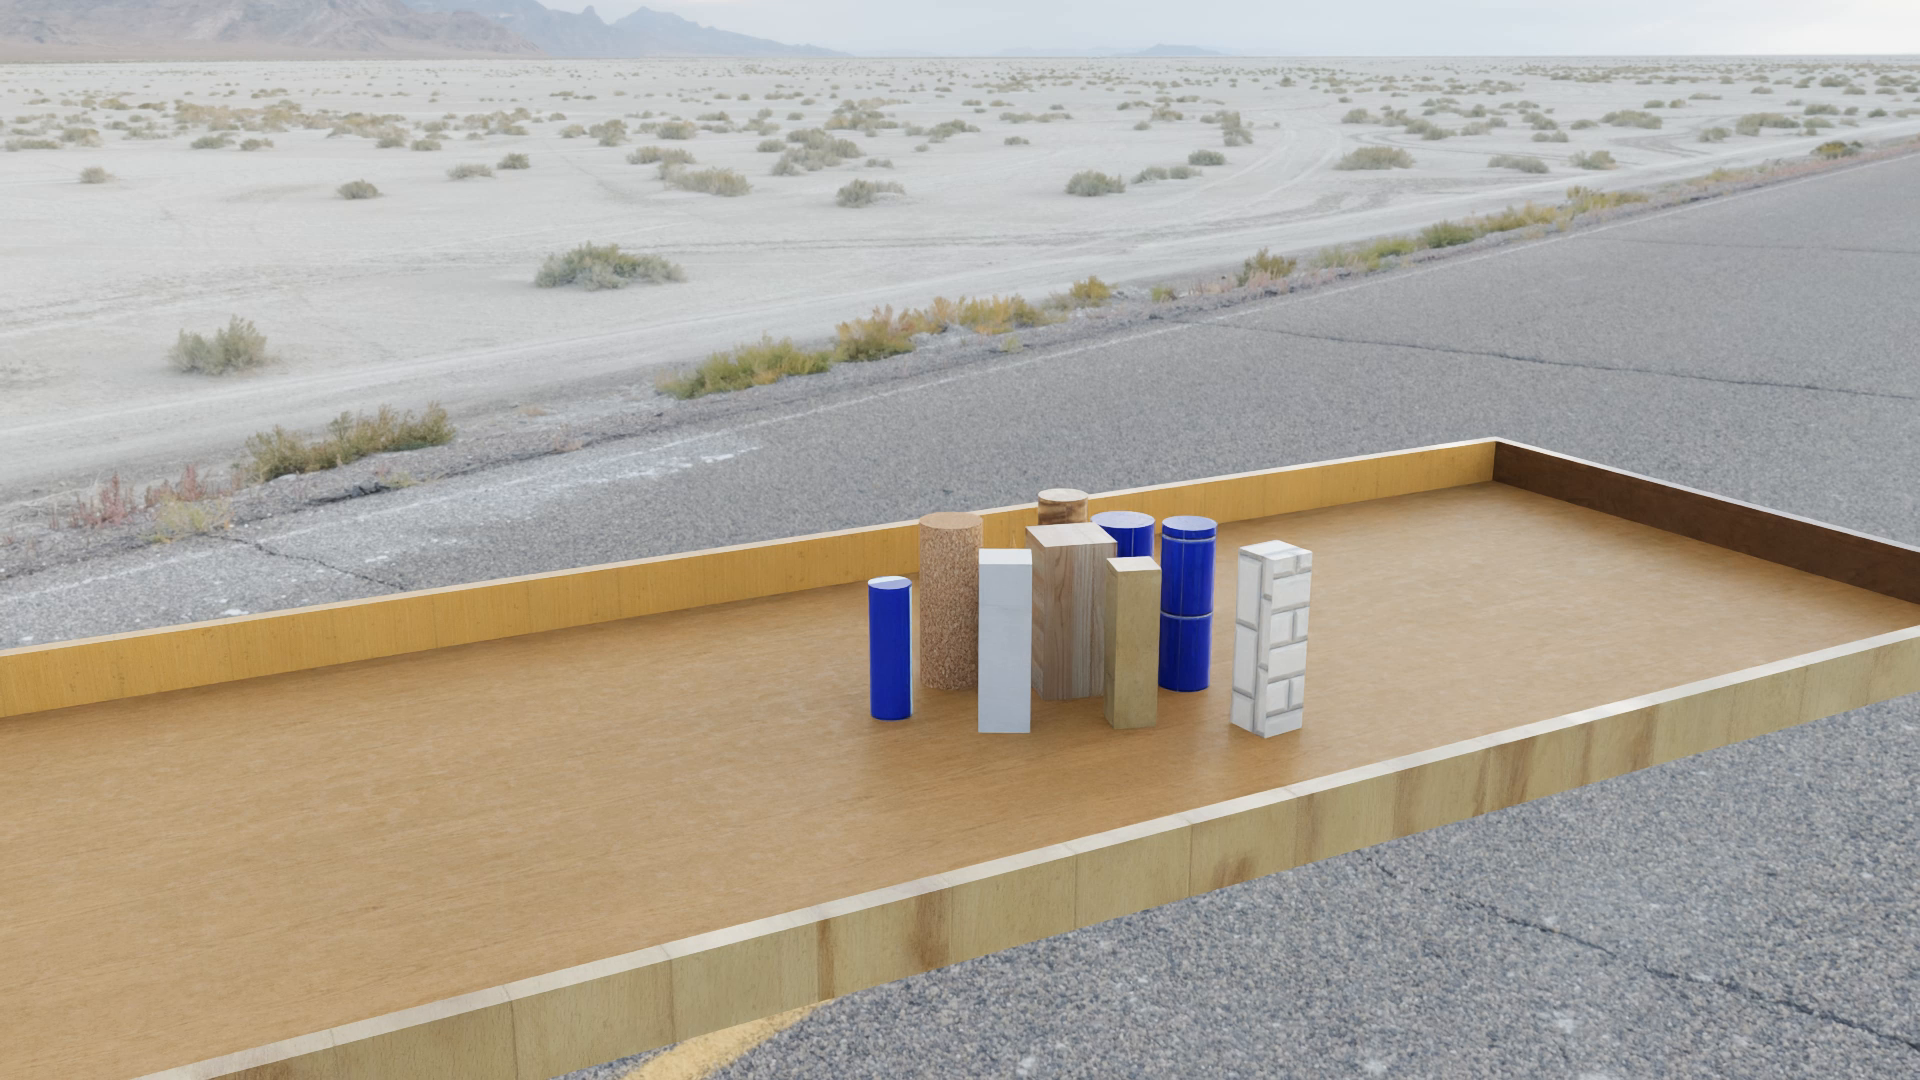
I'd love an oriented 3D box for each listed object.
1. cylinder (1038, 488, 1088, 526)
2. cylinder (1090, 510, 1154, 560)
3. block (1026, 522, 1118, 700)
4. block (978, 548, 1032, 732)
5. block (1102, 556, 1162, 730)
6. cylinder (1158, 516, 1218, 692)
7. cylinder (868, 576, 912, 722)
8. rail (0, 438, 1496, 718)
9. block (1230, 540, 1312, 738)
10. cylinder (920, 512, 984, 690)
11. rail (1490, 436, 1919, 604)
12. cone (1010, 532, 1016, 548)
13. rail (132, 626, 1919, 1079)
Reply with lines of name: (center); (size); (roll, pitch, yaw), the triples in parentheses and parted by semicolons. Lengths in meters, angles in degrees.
cylinder: (0.286, 0.038, 4.619); (0.139, 0.341, 0.139); (0, 16, 0)
cylinder: (0.422, 0.118, 4.318); (0.166, 0.357, 0.166); (0, 16, 0)
block: (0.269, 0.174, 4.068); (0.180, 0.392, 0.180); (-4, 17, -12)
block: (0.104, 0.234, 3.832); (0.120, 0.410, 0.120); (0, 16, 1)
block: (0.401, 0.240, 3.853); (0.103, 0.386, 0.103); (-3, 17, -9)
cylinder: (0.560, 0.158, 4.077); (0.133, 0.417, 0.133); (0, 16, 0)
cylinder: (-0.164, 0.257, 3.899); (0.102, 0.328, 0.102); (0, 16, 0)
rail: (-3.305, 0.497, 3.399); (12.000, 0.150, 0.050); (-9, 18, -27)
block: (0.719, 0.228, 3.816); (0.117, 0.430, 0.117); (-10, 19, -32)
cylinder: (-0.022, 0.151, 4.104); (0.158, 0.416, 0.158); (0, 16, 0)
rail: (2.466, -0.048, 5.253); (0.050, 0.150, 2.100); (-9, 18, -27)
cone: (0.139, 0.128, 4.378); (0.136, 0.306, 0.136); (0, 16, 0)
rail: (-2.336, 1.006, 1.665); (12.000, 0.150, 0.050); (-9, 18, -27)
